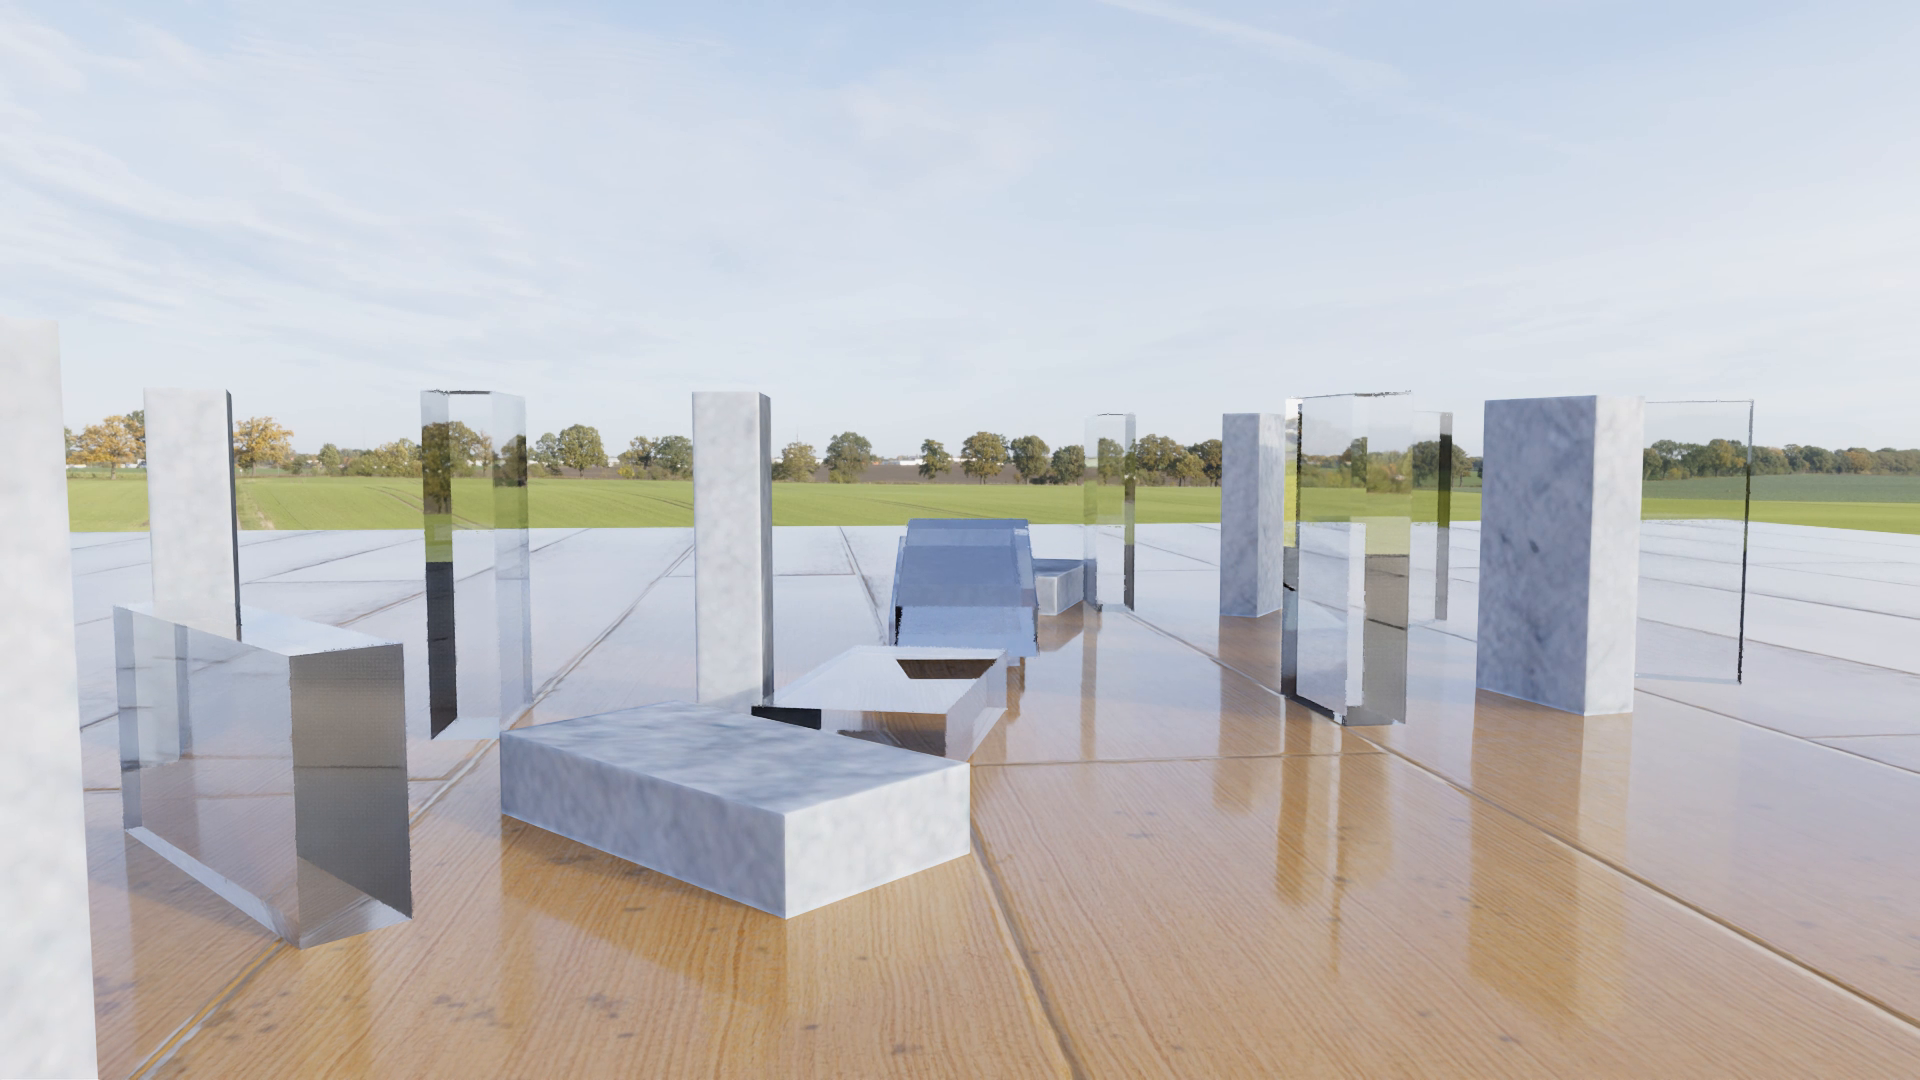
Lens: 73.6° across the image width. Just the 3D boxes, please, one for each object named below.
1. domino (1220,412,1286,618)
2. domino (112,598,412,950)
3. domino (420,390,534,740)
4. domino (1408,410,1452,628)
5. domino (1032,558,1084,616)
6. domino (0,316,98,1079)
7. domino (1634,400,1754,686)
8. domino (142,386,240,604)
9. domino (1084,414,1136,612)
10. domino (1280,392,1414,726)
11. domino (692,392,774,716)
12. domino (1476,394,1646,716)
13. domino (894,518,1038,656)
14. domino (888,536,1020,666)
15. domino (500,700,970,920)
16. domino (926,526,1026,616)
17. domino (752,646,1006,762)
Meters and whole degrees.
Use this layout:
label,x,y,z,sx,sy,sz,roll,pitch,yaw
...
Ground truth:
label,x,y,z,sx,sy,sz,roll,pitch,yaw
domino,0.075,-0.007,0.326,0.010,0.050,0.025,3,5,30
domino,-0.071,0.021,0.127,0.050,0.025,0.009,4,6,42
domino,-0.073,0.003,0.195,0.009,0.050,0.025,-1,4,-8
domino,0.105,-0.005,0.302,0.025,0.050,0.010,-4,6,-44
domino,0.019,0.012,0.346,0.025,0.009,0.050,1,4,16
domino,-0.064,0.012,0.071,0.009,0.050,0.025,2,5,22
domino,0.129,0.000,0.234,0.025,0.050,0.009,2,5,26
domino,-0.110,0.004,0.184,0.009,0.050,0.025,-2,5,-28
domino,0.039,-0.008,0.336,0.009,0.050,0.025,0,4,-3
domino,0.061,0.002,0.205,0.009,0.050,0.025,-1,4,-9
domino,-0.035,0.003,0.199,0.009,0.050,0.025,0,4,-4
domino,0.099,0.002,0.212,0.009,0.050,0.025,-1,4,-17
domino,0.001,0.008,0.249,0.025,0.010,0.050,0,19,1
domino,-0.001,0.012,0.268,0.025,0.010,0.050,0,19,0
domino,-0.026,0.027,0.140,0.050,0.010,0.025,4,6,42
domino,0.003,0.009,0.307,0.025,0.010,0.050,0,18,5
domino,-0.009,0.024,0.184,0.025,0.010,0.050,1,4,11
